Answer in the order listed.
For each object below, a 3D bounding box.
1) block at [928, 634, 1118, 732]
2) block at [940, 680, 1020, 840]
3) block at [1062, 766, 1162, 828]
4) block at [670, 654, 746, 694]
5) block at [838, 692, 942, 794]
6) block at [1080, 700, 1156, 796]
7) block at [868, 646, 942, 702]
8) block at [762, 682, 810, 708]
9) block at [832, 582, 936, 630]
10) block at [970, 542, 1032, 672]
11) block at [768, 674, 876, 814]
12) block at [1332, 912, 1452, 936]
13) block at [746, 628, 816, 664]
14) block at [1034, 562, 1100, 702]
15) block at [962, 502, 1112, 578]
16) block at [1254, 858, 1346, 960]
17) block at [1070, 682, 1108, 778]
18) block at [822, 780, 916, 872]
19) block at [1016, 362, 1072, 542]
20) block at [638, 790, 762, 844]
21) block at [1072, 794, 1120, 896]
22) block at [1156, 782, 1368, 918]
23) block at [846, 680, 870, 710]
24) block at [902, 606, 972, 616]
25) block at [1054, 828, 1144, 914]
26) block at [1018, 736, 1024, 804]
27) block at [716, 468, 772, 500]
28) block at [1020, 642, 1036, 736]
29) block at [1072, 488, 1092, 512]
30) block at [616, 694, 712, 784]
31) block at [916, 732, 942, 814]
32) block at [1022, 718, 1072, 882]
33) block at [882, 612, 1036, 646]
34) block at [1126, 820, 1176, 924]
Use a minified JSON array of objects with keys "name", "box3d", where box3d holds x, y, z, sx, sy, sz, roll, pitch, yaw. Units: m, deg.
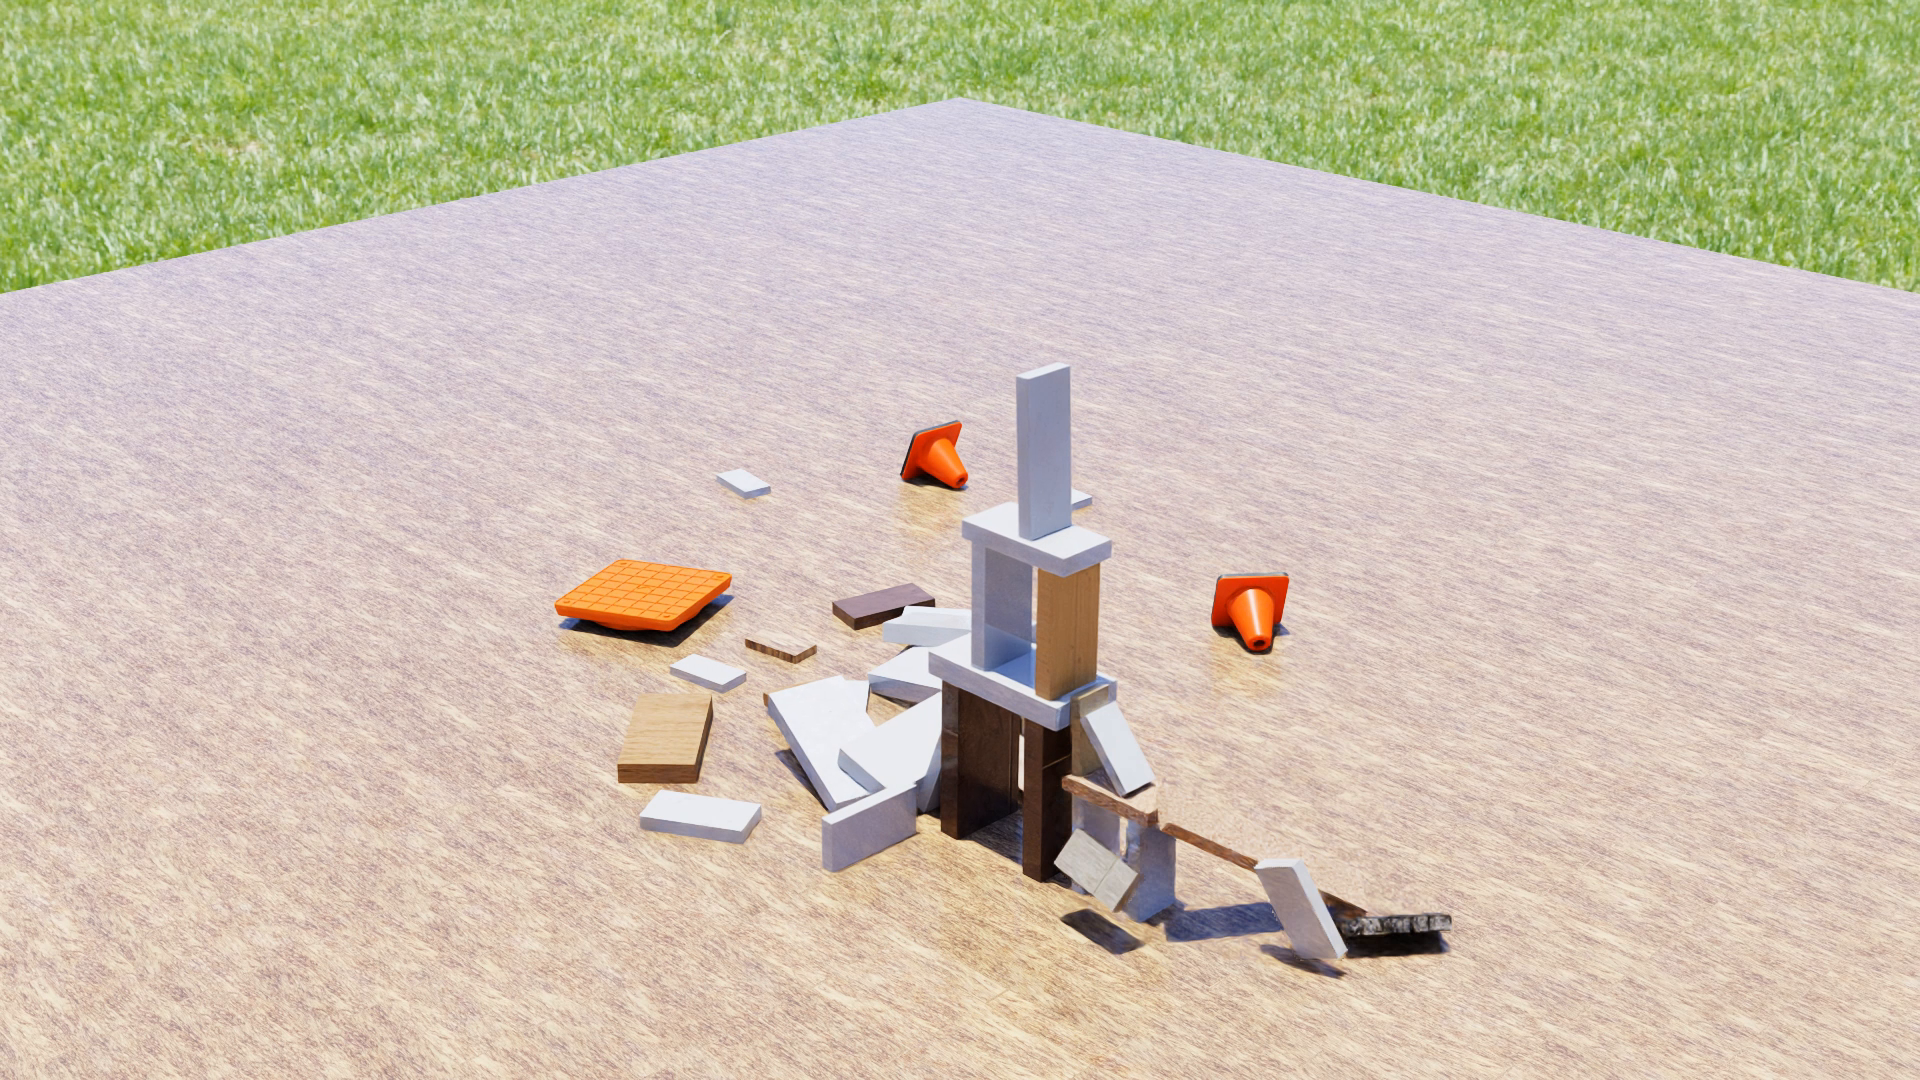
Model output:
[{"name":"block","box3d":[0.118,0.261,4.214,0.170,0.048,0.339,-21,31,-40]},{"name":"block","box3d":[0.041,0.410,4.359,0.170,0.339,0.048,-20,31,-39]},{"name":"block","box3d":[0.302,0.467,4.087,0.209,0.030,0.104,21,31,40]},{"name":"block","box3d":[-0.575,0.304,5.014,0.162,0.023,0.081,16,28,33]},{"name":"block","box3d":[-0.078,0.424,4.526,0.322,0.046,0.161,-27,51,-38]},{"name":"block","box3d":[0.291,0.386,4.064,0.081,0.161,0.023,-21,-10,-40]},{"name":"block","box3d":[-0.030,0.306,4.874,0.169,0.048,0.337,-28,24,-38]},{"name":"block","box3d":[-0.329,0.364,4.782,0.112,0.032,0.224,-12,18,-28]},{"name":"block","box3d":[-0.185,0.161,5.341,0.224,0.032,0.112,-13,26,-28]},{"name":"block","box3d":[0.080,0.109,4.178,0.130,0.259,0.037,-21,31,-40]},{"name":"block","box3d":[-0.253,0.426,4.562,0.169,0.048,0.338,-14,44,-25]},{"name":"block","box3d":[0.788,0.701,4.013,0.194,0.028,0.097,-2,-8,-6]},{"name":"block","box3d":[-0.419,0.247,5.150,0.155,0.022,0.077,16,28,34]},{"name":"block","box3d":[0.199,0.157,4.067,0.130,0.259,0.037,-21,31,-40]},{"name":"block","box3d":[0.140,-0.003,4.064,0.130,0.037,0.259,-21,31,-40]},{"name":"block","box3d":[0.608,0.659,3.927,0.028,0.194,0.097,-35,13,-36]},{"name":"block","box3d":[0.243,0.354,4.107,0.081,0.161,0.023,-22,28,-40]},{"name":"block","box3d":[-0.177,0.559,4.302,0.219,0.109,0.031,-20,31,-39]},{"name":"block","box3d":[0.153,-0.160,3.992,0.109,0.308,0.031,-21,28,-40]},{"name":"block","box3d":[-0.520,0.555,4.412,0.219,0.031,0.109,6,24,15]},{"name":"block","box3d":[0.258,0.559,4.175,0.030,0.209,0.104,20,30,41]},{"name":"block","box3d":[0.558,0.574,4.046,0.455,0.028,0.097,26,34,-20]},{"name":"block","box3d":[-0.244,0.357,4.890,0.077,0.022,0.155,1,23,1]},{"name":"block","box3d":[-0.027,0.201,5.245,0.227,0.032,0.112,3,23,8]},{"name":"block","box3d":[0.251,0.601,4.007,0.161,0.081,0.023,34,1,40]},{"name":"block","box3d":[0.126,0.473,4.565,0.105,0.030,0.211,-14,36,-31]},{"name":"block","box3d":[-0.601,-0.156,6.099,0.081,0.023,0.162,-15,27,-32]},{"name":"block","box3d":[0.124,0.306,4.979,0.169,0.048,0.484,7,24,16]},{"name":"block","box3d":[0.273,-0.099,5.964,0.162,0.023,0.081,-20,30,-38]},{"name":"block","box3d":[-0.628,0.422,4.708,0.161,0.046,0.322,0,23,0]},{"name":"block","box3d":[-0.018,0.451,4.432,0.105,0.211,0.030,-22,52,-41]},{"name":"block","box3d":[0.197,0.471,4.216,0.170,0.339,0.048,-21,31,-41]},{"name":"block","box3d":[0.003,0.211,5.053,0.322,0.046,0.161,4,9,26]},{"name":"block","box3d":[0.355,0.597,4.086,0.030,0.209,0.104,19,29,42]}]
